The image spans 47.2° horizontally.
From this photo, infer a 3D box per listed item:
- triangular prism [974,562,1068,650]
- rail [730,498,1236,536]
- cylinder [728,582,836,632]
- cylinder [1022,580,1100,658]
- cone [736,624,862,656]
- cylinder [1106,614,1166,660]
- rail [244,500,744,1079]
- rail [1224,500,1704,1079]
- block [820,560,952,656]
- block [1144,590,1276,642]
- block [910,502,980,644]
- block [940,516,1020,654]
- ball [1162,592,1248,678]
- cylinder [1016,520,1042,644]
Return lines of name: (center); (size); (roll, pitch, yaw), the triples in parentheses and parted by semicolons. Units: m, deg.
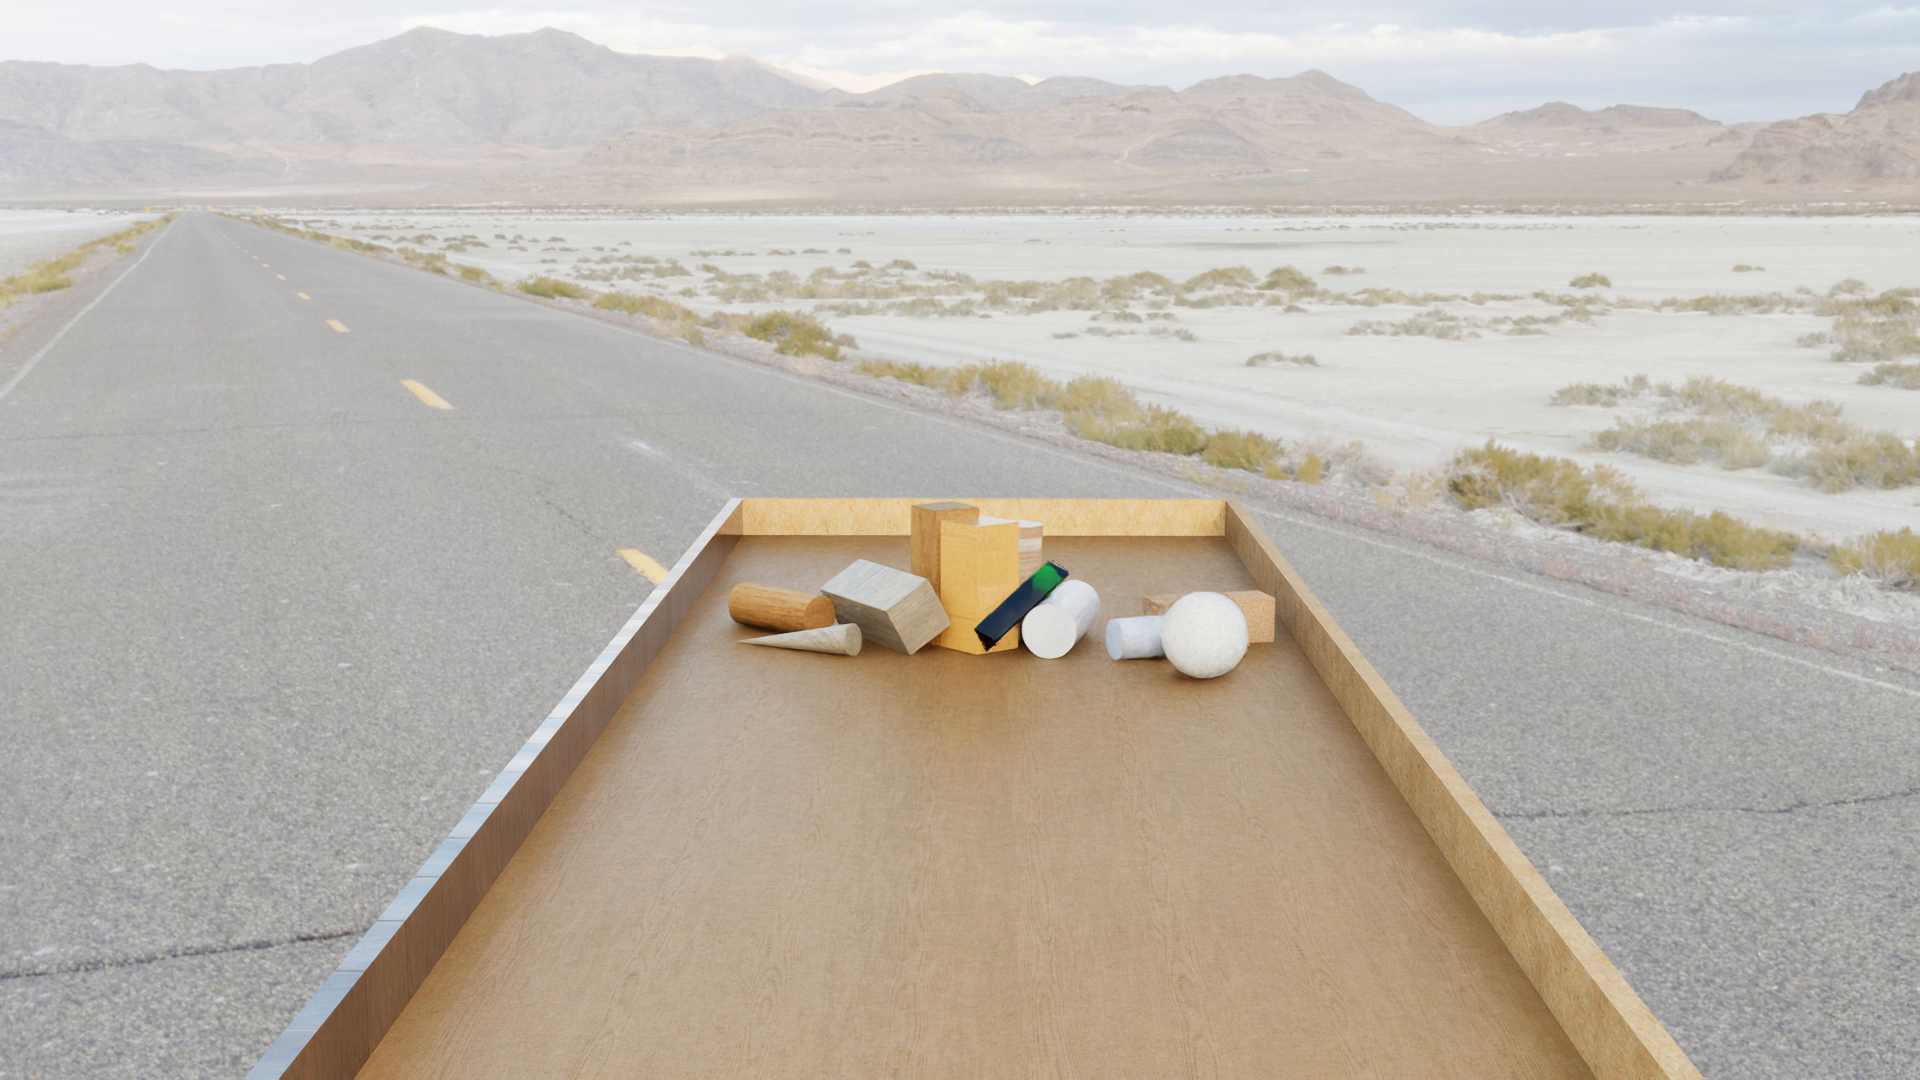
triangular prism: (0.186, 0.196, 6.829); (0.359, 0.076, 0.087); (-41, -4, -31)
rail: (0.099, -0.098, 9.147); (2.100, 0.150, 0.050); (0, 9, 1)
cylinder: (-0.579, 0.227, 7.133); (0.360, 0.139, 0.139); (8, 12, 42)
cylinder: (0.322, 0.246, 6.914); (0.170, 0.170, 0.427); (2, 9, 13)
cone: (-0.528, 0.314, 6.865); (0.456, 0.101, 0.101); (-2, 7, 28)
cylinder: (0.639, 0.292, 6.763); (0.363, 0.126, 0.126); (-4, 10, -21)
rail: (-1.004, 0.839, 3.234); (0.050, 0.150, 12.000); (0, 9, 1)
rail: (1.046, 0.843, 3.208); (0.050, 0.150, 12.000); (0, 9, 1)
block: (-0.239, 0.208, 6.949); (0.171, 0.171, 0.442); (-37, 25, -21)
block: (0.790, 0.250, 6.986); (0.391, 0.140, 0.140); (-2, 9, -14)
block: (-0.048, 0.103, 6.997); (0.159, 0.427, 0.159); (-5, 11, -31)
block: (0.061, 0.138, 6.859); (0.173, 0.399, 0.173); (-7, 11, -40)
ball: (0.717, 0.278, 6.442); (0.255, 0.255, 0.255); (0, 9, 0)
cylinder: (0.176, 0.131, 6.987); (0.162, 0.370, 0.162); (2, 9, 0)
